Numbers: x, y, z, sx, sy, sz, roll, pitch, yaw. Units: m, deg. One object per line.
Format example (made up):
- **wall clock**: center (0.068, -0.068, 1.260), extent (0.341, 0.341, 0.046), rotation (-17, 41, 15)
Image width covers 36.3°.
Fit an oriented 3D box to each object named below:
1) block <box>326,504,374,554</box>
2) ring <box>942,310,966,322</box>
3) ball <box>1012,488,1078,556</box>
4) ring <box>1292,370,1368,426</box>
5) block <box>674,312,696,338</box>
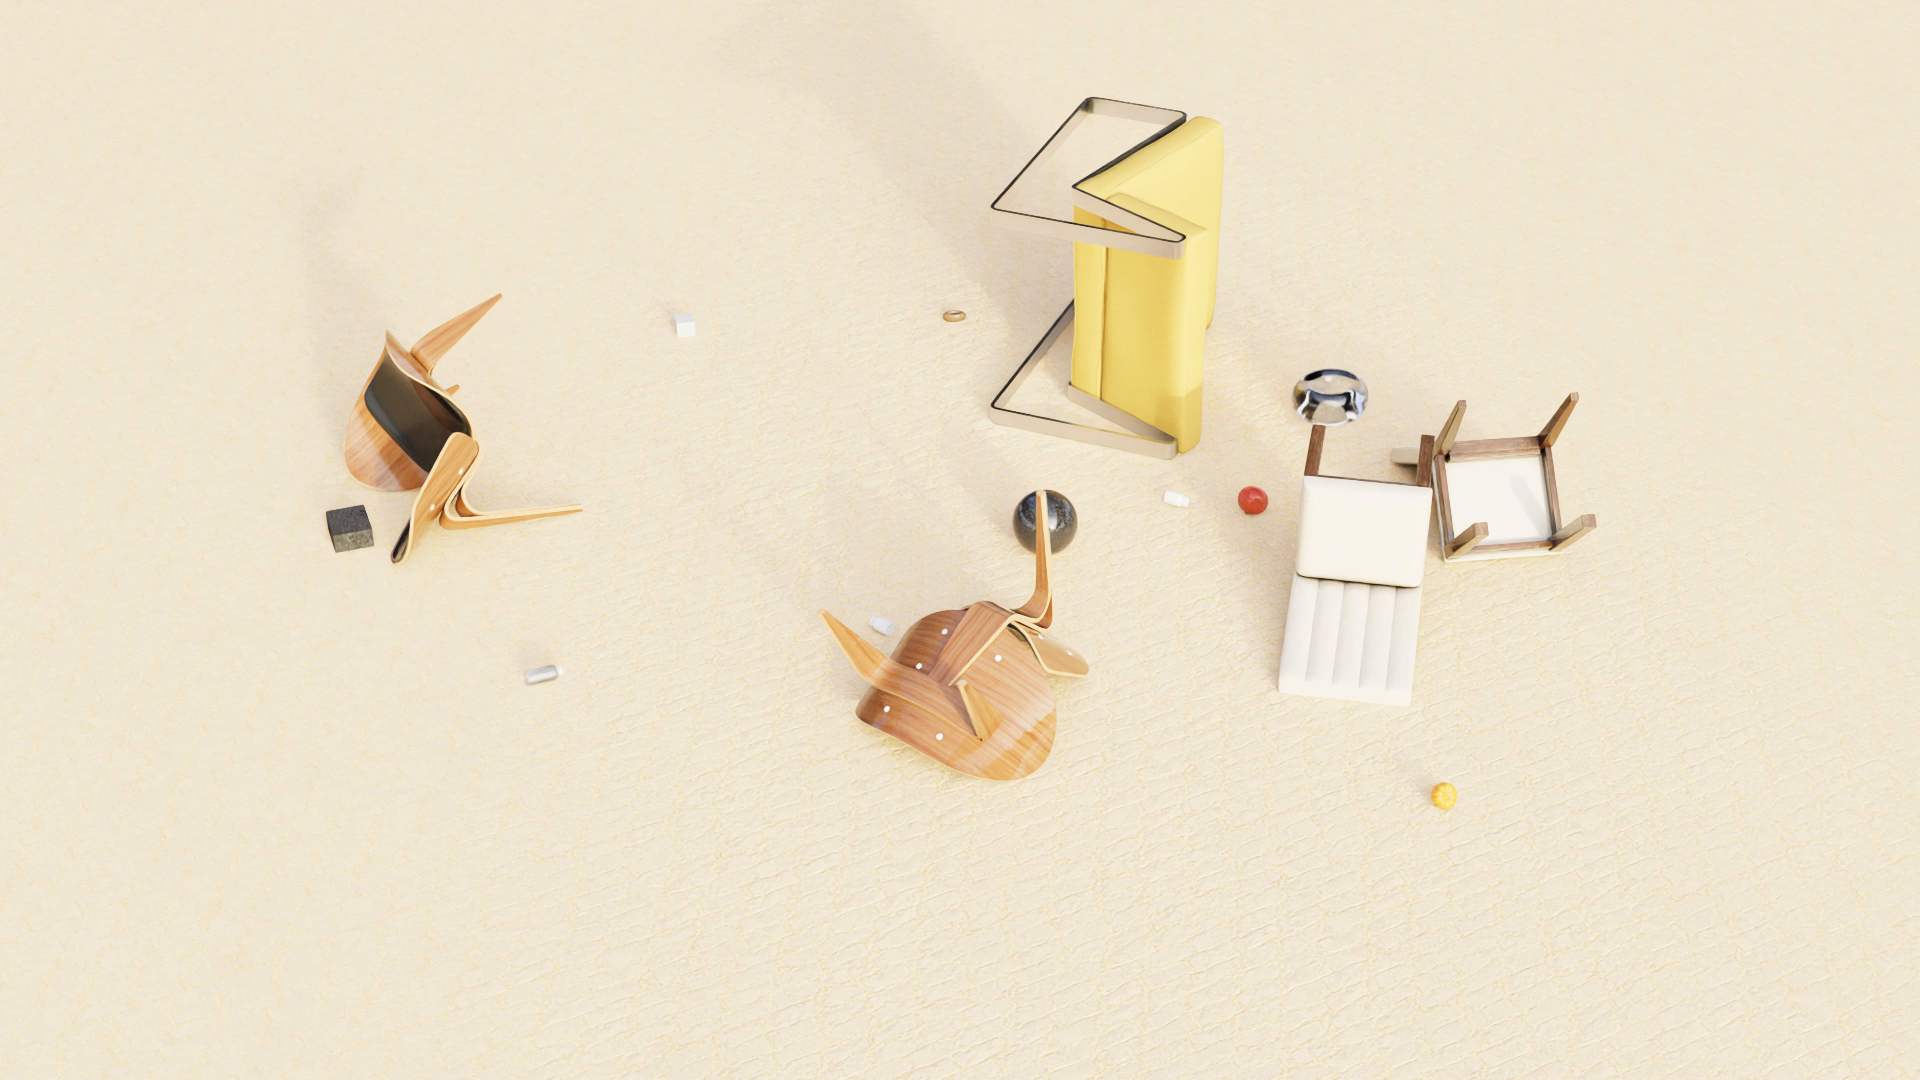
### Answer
- **block**: center (-2.276, -0.042, 10.939), extent (0.144, 0.077, 0.178), rotation (-11, 35, -16)
- **ring**: center (-0.024, -0.942, 12.343), extent (0.101, 0.036, 0.053), rotation (-4, 36, -4)
- **ball**: center (0.314, -0.064, 10.817), extent (0.248, 0.248, 0.248), rotation (0, 33, 0)
- **ring**: center (1.474, -0.568, 11.678), extent (0.314, 0.145, 0.280), rotation (-13, 37, -18)
- **block**: center (-1.151, -0.898, 12.248), extent (0.075, 0.066, 0.084), rotation (-8, 34, -12)
